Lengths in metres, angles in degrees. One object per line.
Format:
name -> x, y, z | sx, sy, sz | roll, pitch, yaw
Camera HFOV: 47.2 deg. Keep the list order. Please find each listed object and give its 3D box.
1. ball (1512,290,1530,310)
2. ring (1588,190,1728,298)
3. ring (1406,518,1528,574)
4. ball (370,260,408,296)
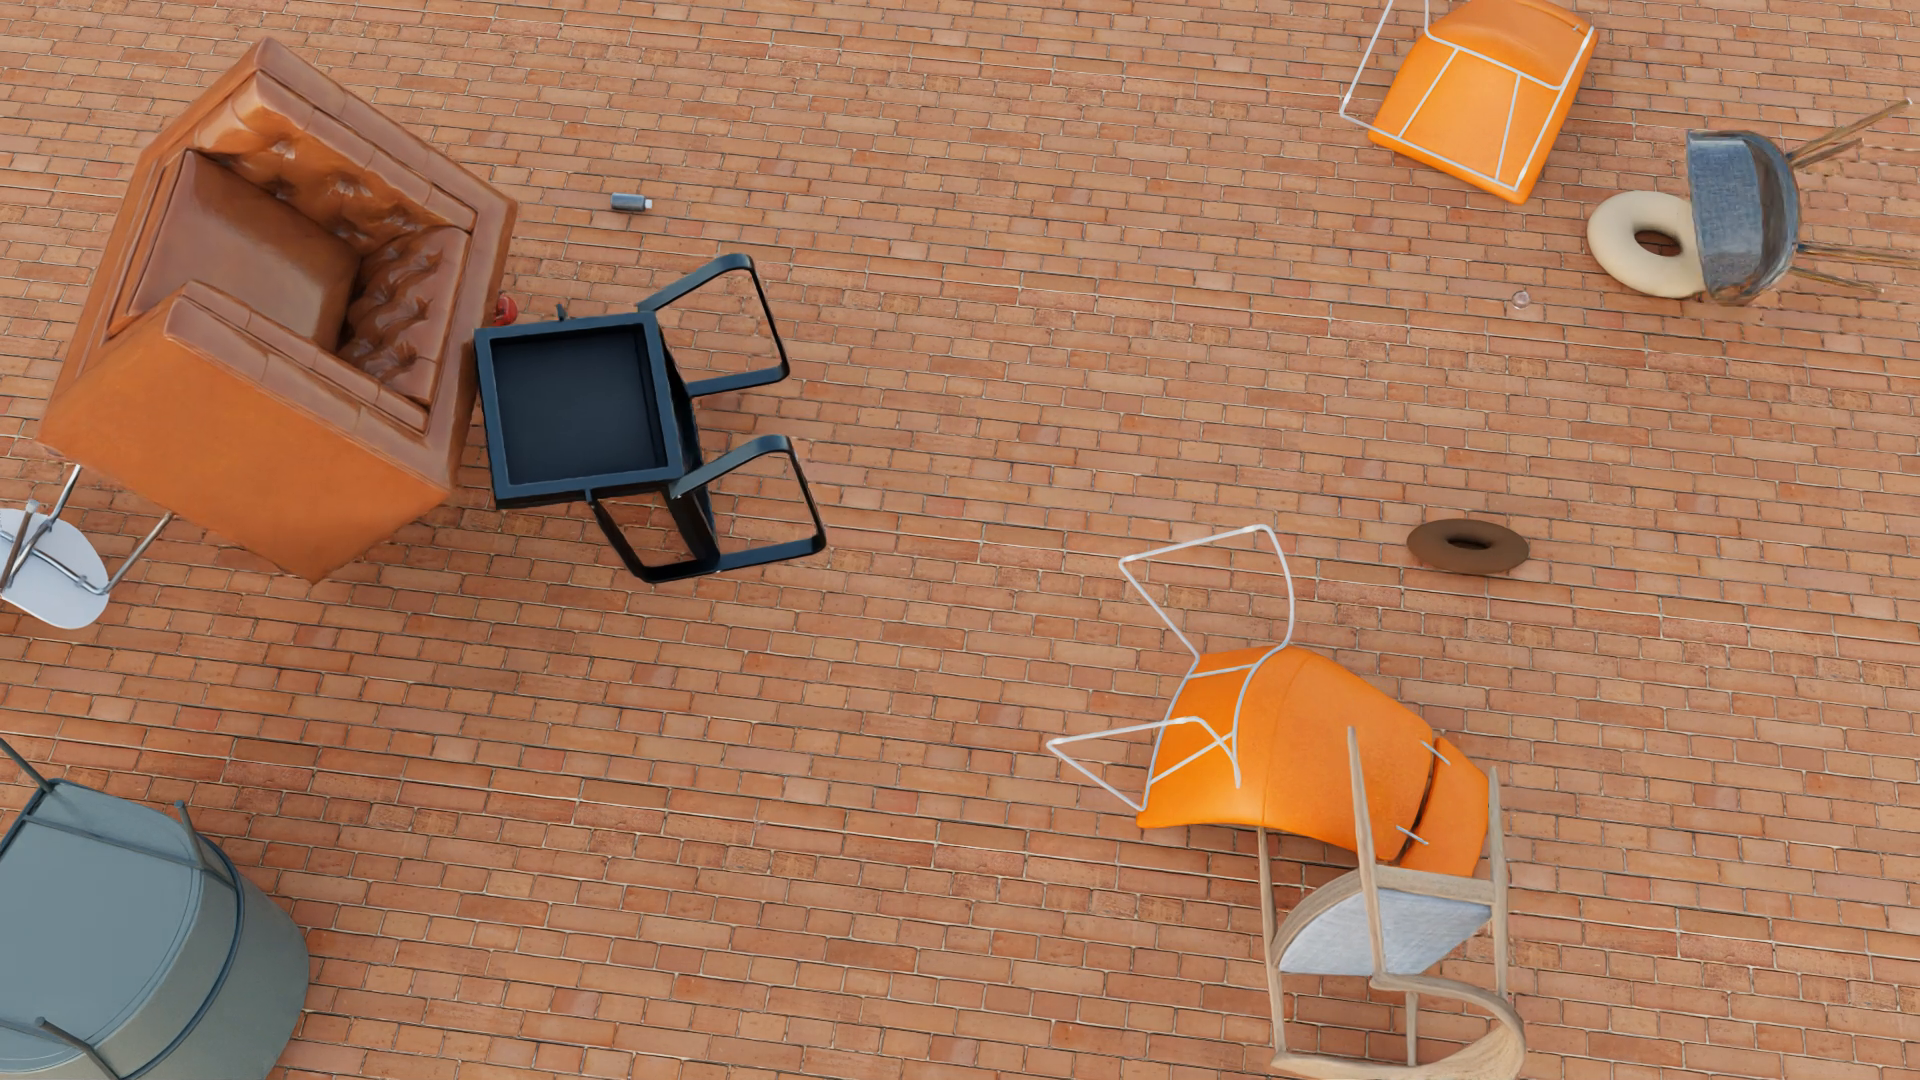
ball -> 1.800, -0.770, 7.054 | 0.060, 0.060, 0.060 | 0, 56, 0
ring -> 2.269, -0.964, 7.151 | 0.465, 0.119, 0.403 | 30, 62, 18
ring -> 1.502, 0.018, 6.505 | 0.360, 0.095, 0.166 | 5, 55, 2
ball -> -1.834, -0.840, 7.068 | 0.115, 0.115, 0.115 | 0, 56, 0
